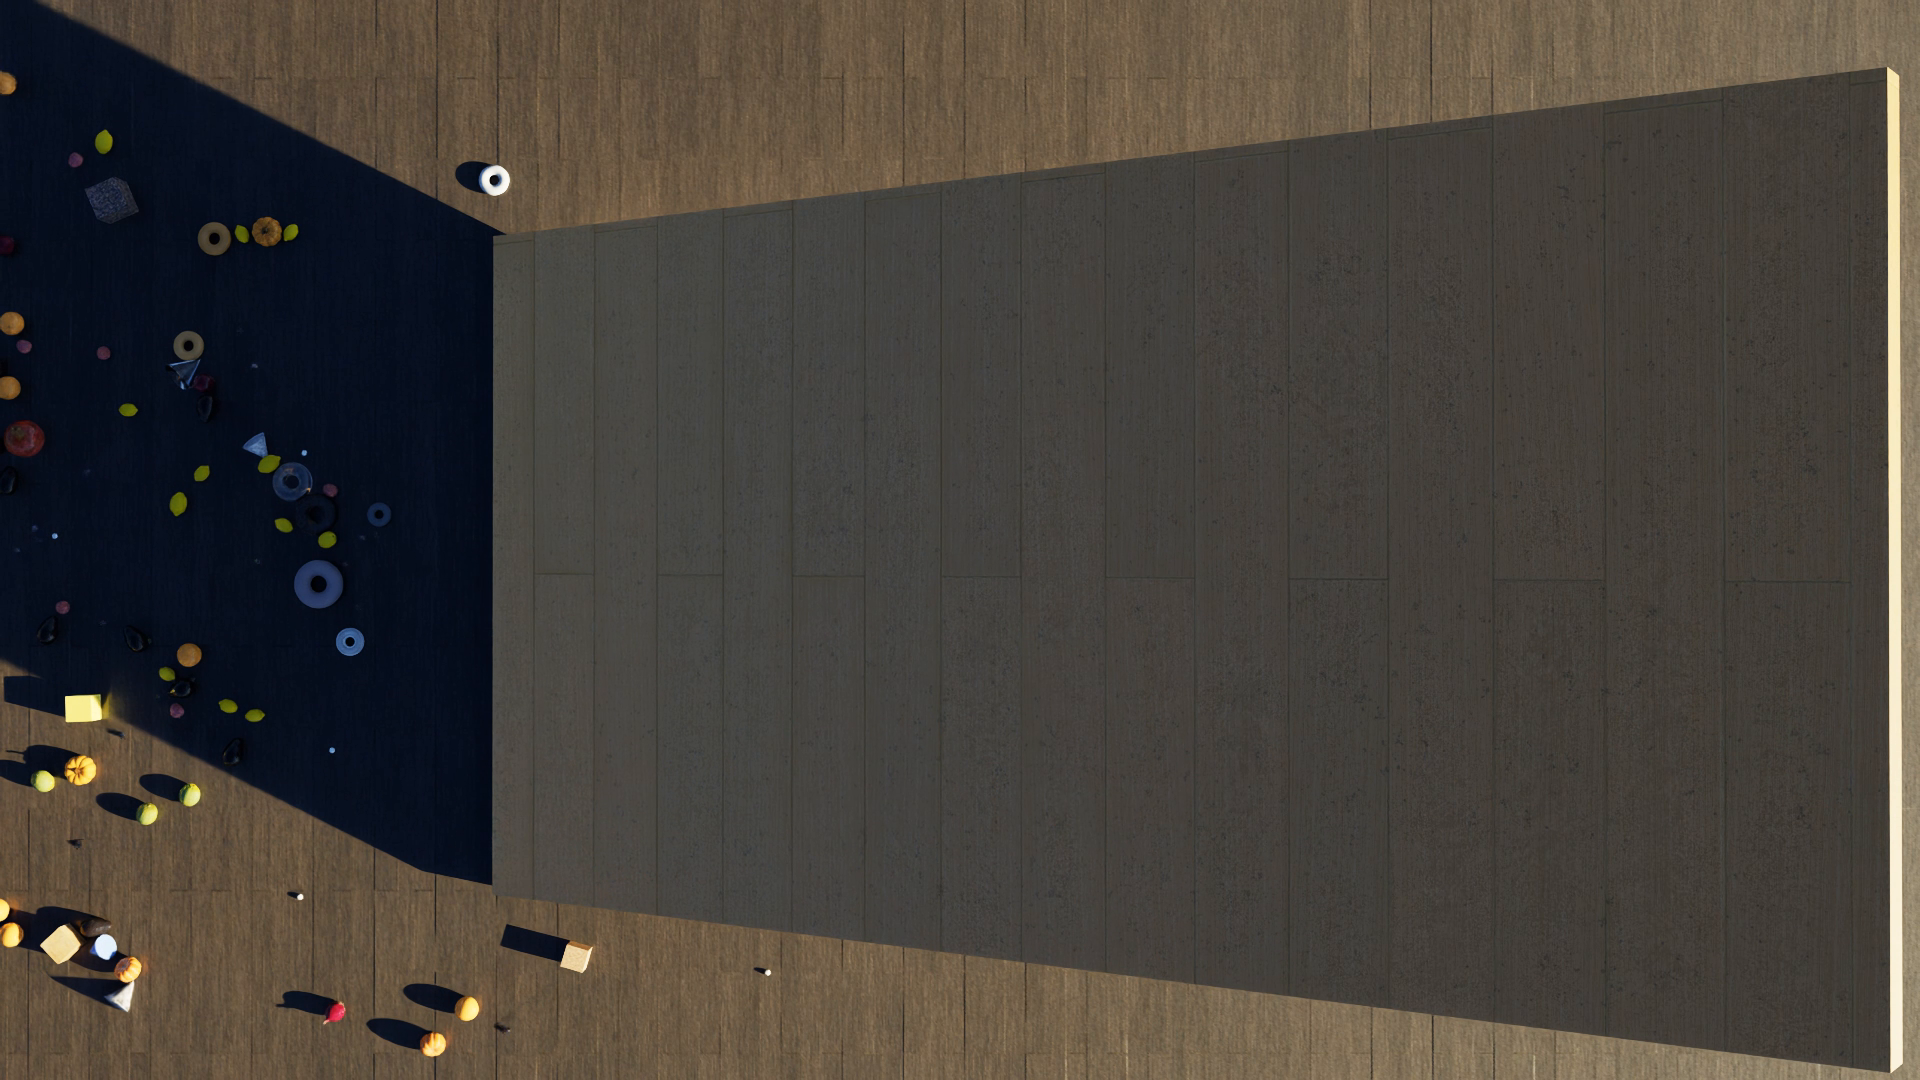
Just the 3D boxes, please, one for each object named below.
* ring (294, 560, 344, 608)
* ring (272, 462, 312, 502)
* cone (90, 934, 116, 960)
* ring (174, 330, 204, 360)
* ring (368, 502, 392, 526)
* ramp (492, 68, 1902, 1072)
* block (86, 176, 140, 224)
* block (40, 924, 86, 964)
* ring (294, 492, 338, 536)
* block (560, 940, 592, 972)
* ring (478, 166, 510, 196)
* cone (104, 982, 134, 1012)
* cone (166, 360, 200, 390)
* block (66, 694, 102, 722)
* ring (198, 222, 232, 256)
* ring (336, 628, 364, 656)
[{"bbox_3d":[-1.964,0.135,6.737,0.150,0.050,0.150,0,91,0],"label":"ring"},{"bbox_3d":[-2.048,-0.178,6.744,0.123,0.041,0.123,0,90,1],"label":"ring"},{"bbox_3d":[-2.642,1.255,6.736,0.077,0.077,0.077,-21,90,28],"label":"cone"},{"bbox_3d":[-2.368,-0.596,6.752,0.094,0.031,0.094,0,91,1],"label":"ring"},{"bbox_3d":[-1.783,-0.078,6.751,0.075,0.025,0.075,0,90,-1],"label":"ring"},{"bbox_3d":[0.243,0.067,5.567,4.000,0.100,2.000,0,89,35],"label":"ramp"},{"bbox_3d":[-2.591,-1.038,6.721,0.099,0.099,0.099,-23,90,0],"label":"block"},{"bbox_3d":[-2.737,1.232,6.714,0.079,0.079,0.079,-44,90,0],"label":"block"},{"bbox_3d":[-1.974,-0.079,6.742,0.131,0.044,0.131,0,89,-1],"label":"ring"},{"bbox_3d":[-1.172,1.273,6.718,0.069,0.069,0.069,16,90,0],"label":"block"},{"bbox_3d":[-1.432,-1.106,6.756,0.094,0.031,0.094,0,89,-1],"label":"ring"},{"bbox_3d":[-2.556,1.386,6.733,0.086,0.086,0.086,32,63,0],"label":"cone"},{"bbox_3d":[-2.366,-0.527,6.745,0.096,0.096,0.096,46,63,0],"label":"cone"},{"bbox_3d":[-2.679,0.513,6.720,0.077,0.077,0.077,-2,90,0],"label":"block"},{"bbox_3d":[-2.289,-0.925,6.753,0.103,0.034,0.103,0,91,0],"label":"ring"},{"bbox_3d":[-1.871,0.312,6.746,0.086,0.029,0.086,0,88,1],"label":"ring"}]
